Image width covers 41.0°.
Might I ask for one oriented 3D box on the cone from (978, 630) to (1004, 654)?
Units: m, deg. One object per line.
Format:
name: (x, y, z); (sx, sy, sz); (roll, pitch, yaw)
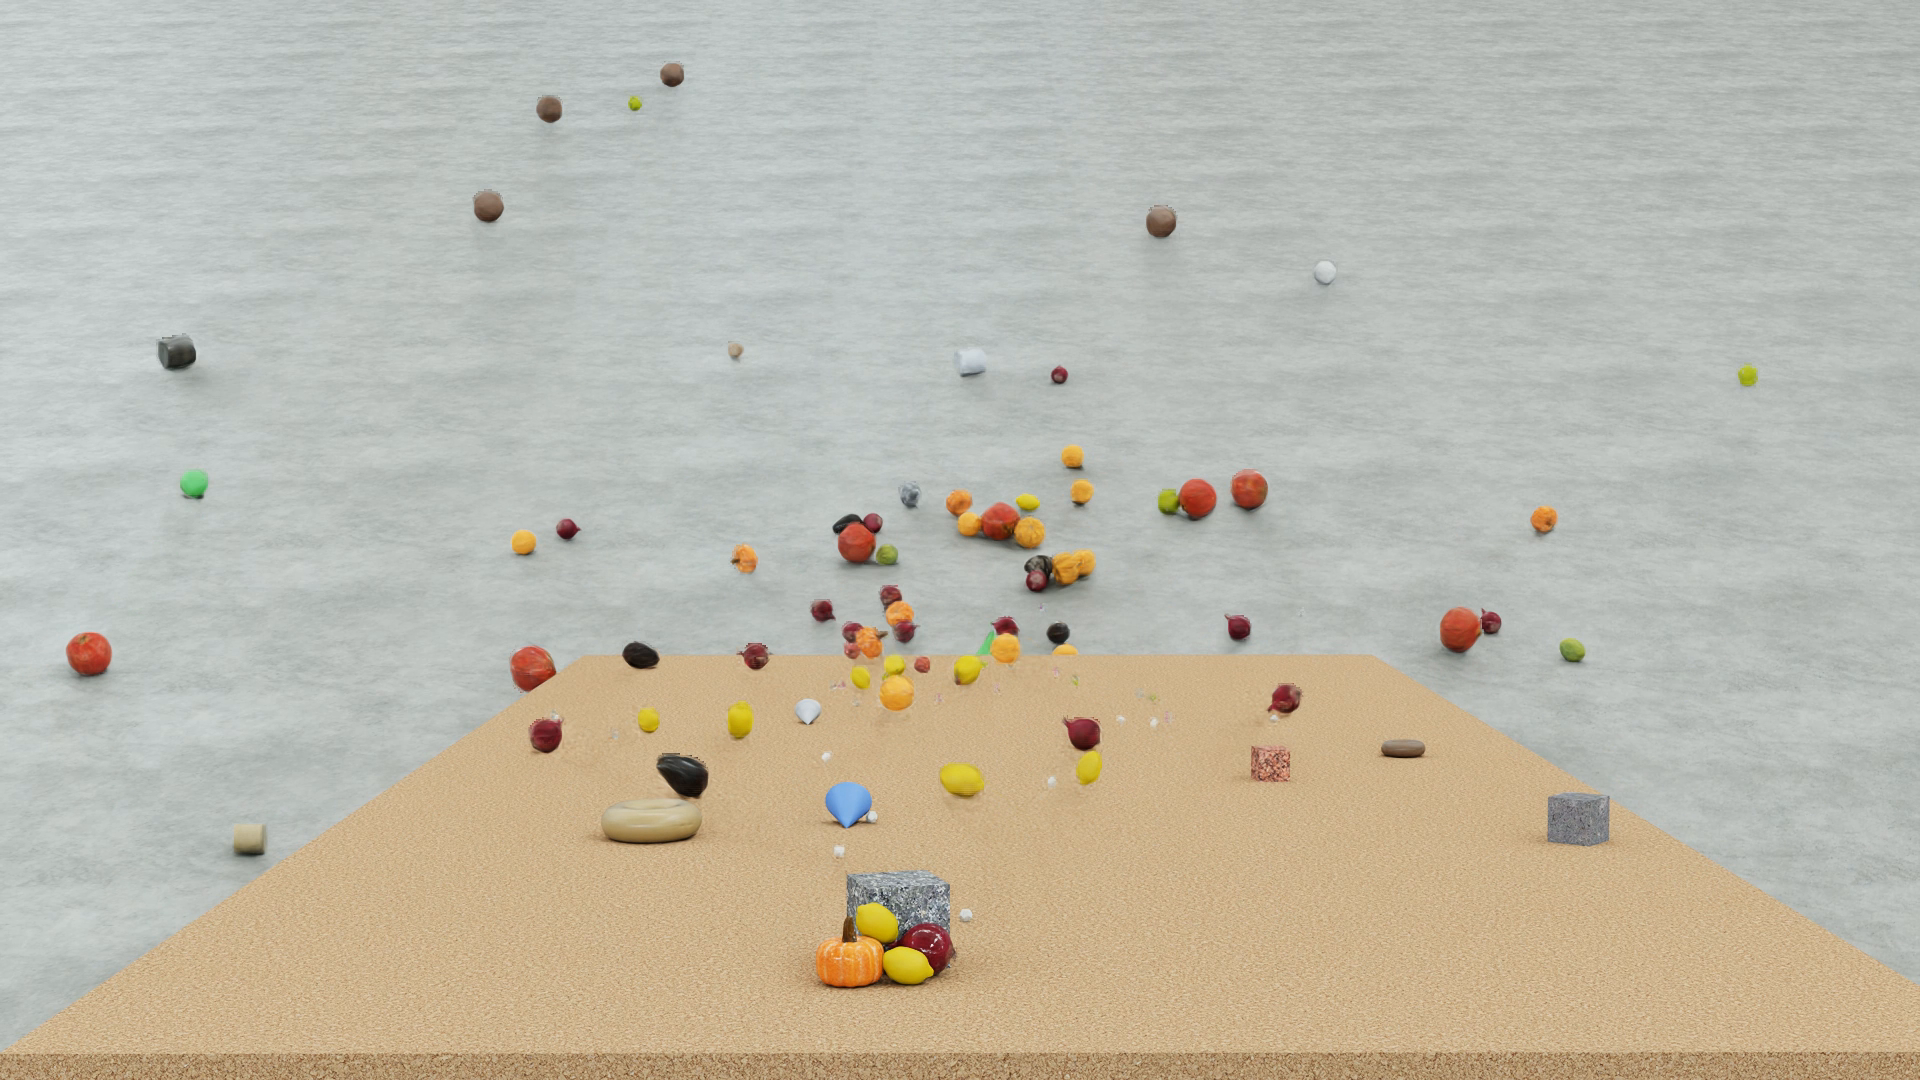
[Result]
cone: (0.083, 0.271, 6.718); (0.085, 0.085, 0.085); (2, 23, -1)

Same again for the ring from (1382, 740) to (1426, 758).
ring: (0.804, 0.378, 4.660); (0.080, 0.027, 0.080); (-1, 2, 0)

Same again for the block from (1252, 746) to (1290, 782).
block: (0.527, 0.380, 4.367); (0.054, 0.054, 0.054); (0, 3, -8)

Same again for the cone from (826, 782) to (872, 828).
cone: (-0.170, 0.417, 3.895); (0.071, 0.071, 0.071); (0, 30, 0)

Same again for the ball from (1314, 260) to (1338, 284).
ball: (1.434, -1.049, 10.094); (0.093, 0.093, 0.093); (0, 21, 0)

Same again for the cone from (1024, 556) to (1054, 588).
cone: (0.230, 0.104, 7.216); (0.086, 0.086, 0.086); (-3, 48, -8)

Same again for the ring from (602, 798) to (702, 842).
ring: (-0.455, 0.414, 3.792); (0.148, 0.049, 0.148); (-1, 3, 0)

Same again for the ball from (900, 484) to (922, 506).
ball: (-0.150, -0.137, 7.793); (0.068, 0.068, 0.068); (0, 21, 0)

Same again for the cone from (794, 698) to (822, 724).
cone: (-0.304, 0.354, 5.130); (0.054, 0.054, 0.054); (-1, 30, -2)

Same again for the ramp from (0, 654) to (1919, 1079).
ramp: (0.050, 0.448, 4.532); (2.000, 0.100, 4.000); (0, 3, 0)

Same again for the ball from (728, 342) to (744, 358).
ball: (-0.803, -0.680, 9.199); (0.056, 0.056, 0.056); (0, 21, 0)

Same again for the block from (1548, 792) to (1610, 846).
block: (0.903, 0.407, 3.750); (0.066, 0.066, 0.066); (2, 4, 39)

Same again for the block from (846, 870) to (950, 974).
block: (-0.071, 0.436, 2.942); (0.096, 0.096, 0.096); (-1, 3, -17)

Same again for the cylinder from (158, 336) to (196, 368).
cylinder: (-2.775, -0.666, 9.104); (0.099, 0.099, 0.099); (-17, 27, -36)

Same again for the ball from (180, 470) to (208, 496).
ball: (-2.343, -0.173, 7.864); (0.082, 0.082, 0.082); (0, 21, 0)

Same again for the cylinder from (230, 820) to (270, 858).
cylinder: (-1.585, 0.667, 5.739); (0.063, 0.063, 0.063); (-32, 29, -9)

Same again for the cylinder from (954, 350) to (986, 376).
cylinder: (0.037, -0.623, 9.011); (0.085, 0.085, 0.085); (-6, 22, -20)
